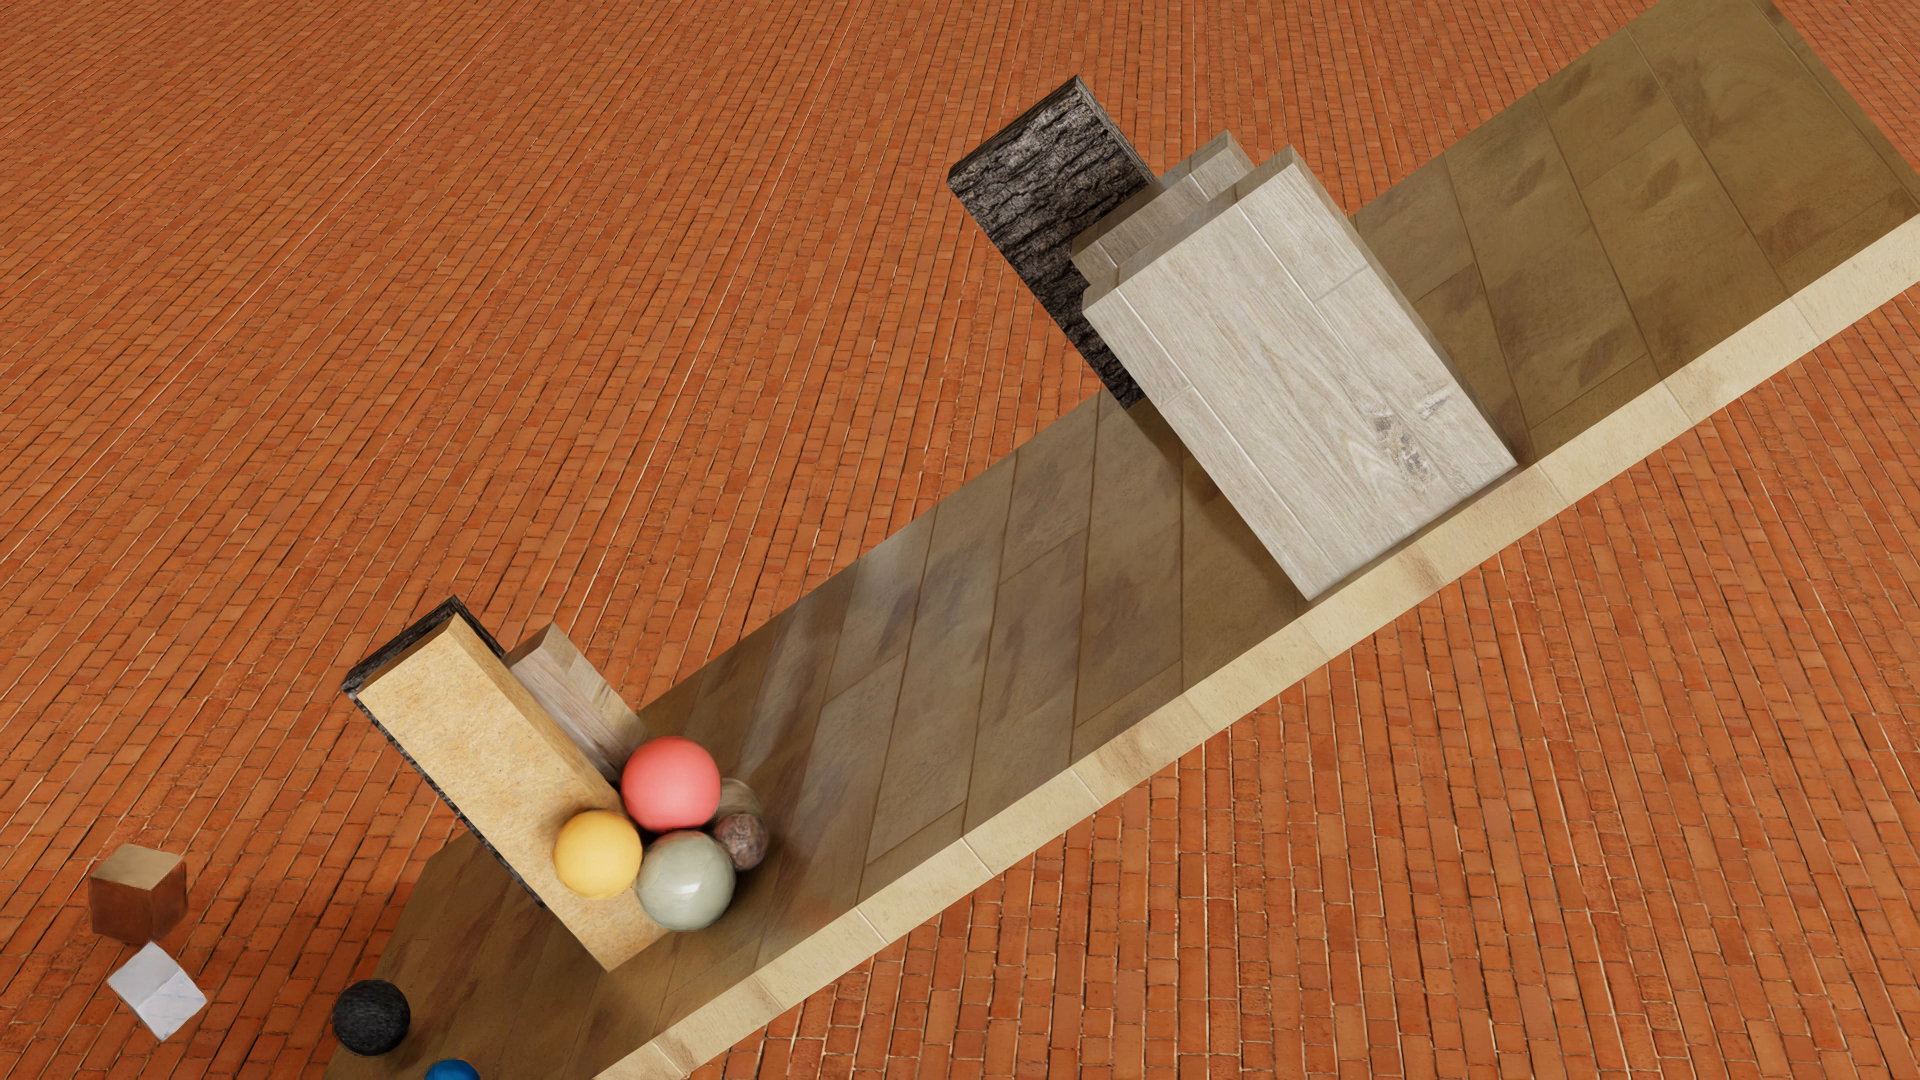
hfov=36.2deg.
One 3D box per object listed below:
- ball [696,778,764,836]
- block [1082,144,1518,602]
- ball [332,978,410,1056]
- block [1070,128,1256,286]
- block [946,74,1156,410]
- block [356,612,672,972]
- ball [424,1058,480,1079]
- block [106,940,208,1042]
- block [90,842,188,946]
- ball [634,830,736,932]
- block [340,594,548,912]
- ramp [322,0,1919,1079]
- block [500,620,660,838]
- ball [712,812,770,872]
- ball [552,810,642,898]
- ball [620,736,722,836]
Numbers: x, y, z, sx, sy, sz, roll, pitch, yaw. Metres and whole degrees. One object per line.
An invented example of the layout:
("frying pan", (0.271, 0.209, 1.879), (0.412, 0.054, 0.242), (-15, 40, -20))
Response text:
("ball", (-0.491, 0.578, 6.144), (0.161, 0.161, 0.161), (0, 23, 0))
("block", (0.591, -0.284, 5.117), (0.441, 0.670, 0.123), (-35, 16, 17))
("ball", (-1.329, 1.078, 6.644), (0.172, 0.172, 0.172), (0, 23, 0))
("block", (0.549, -0.592, 6.493), (0.422, 0.445, 0.149), (-35, 16, 17))
("block", (0.328, -0.685, 6.808), (0.369, 0.686, 0.131), (-35, 16, 17))
("block", (-0.869, 0.521, 5.998), (0.246, 0.786, 0.088), (-35, 16, 17))
("ball", (-1.029, 1.112, 5.960), (0.120, 0.120, 0.120), (0, 23, 0))
("block", (-1.932, 1.086, 7.082), (0.142, 0.142, 0.142), (-43, 48, -20))
("block", (-2.100, 0.908, 7.526), (0.172, 0.172, 0.172), (11, 27, 13))
("ball", (-0.552, 0.684, 5.910), (0.203, 0.203, 0.203), (0, 23, 0))
("block", (-1.037, 0.486, 6.636), (0.320, 0.703, 0.085), (-35, 16, 17))
("ramp", (0.127, 0.180, 6.326), (4.000, 0.100, 2.000), (-35, 16, 17))
("block", (-0.830, 0.523, 6.252), (0.390, 0.599, 0.124), (-35, 16, 17))
("ball", (-0.449, 0.617, 6.015), (0.120, 0.120, 0.120), (0, 23, 0))
("ball", (-0.720, 0.624, 5.845), (0.176, 0.176, 0.176), (0, 23, 0))
("ball", (-0.591, 0.503, 6.010), (0.205, 0.205, 0.205), (0, 23, 0))
